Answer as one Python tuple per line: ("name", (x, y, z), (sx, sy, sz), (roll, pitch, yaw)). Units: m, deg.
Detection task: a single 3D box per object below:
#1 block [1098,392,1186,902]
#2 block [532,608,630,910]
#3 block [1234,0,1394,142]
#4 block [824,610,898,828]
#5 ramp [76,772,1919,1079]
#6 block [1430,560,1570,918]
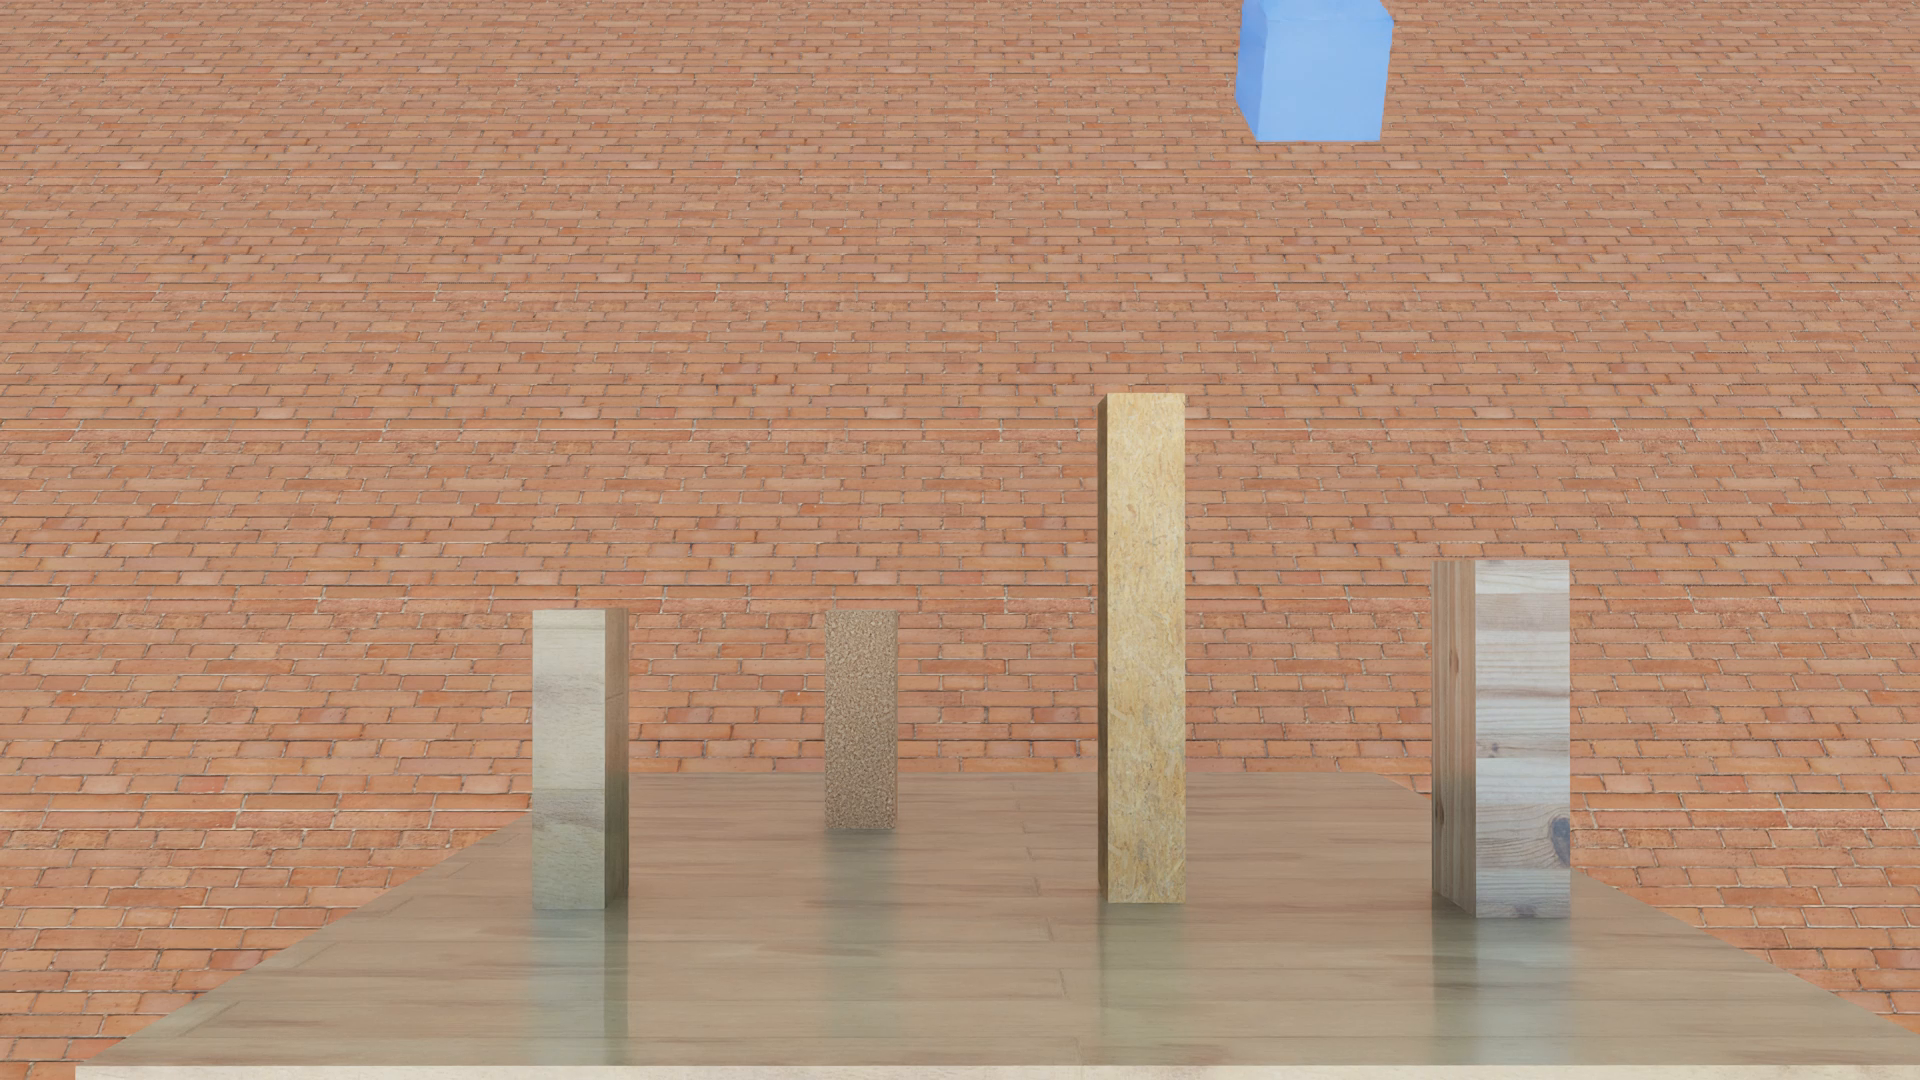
("block", (0.292, 0.171, 4.209), (0.121, 0.799, 0.292), (0, -1, 0))
("block", (-0.602, 0.340, 4.132), (0.111, 0.460, 0.293), (0, -1, 0))
("block", (0.320, -0.436, 2.357), (0.112, 0.112, 0.112), (-1, 30, -5))
("block", (-0.203, 0.365, 5.376), (0.141, 0.439, 0.281), (0, -1, 0))
("ramp", (0.071, 0.626, 4.718), (2.000, 0.100, 4.000), (0, -1, 0))
("block", (0.844, 0.300, 4.070), (0.141, 0.536, 0.366), (0, -1, 0))
